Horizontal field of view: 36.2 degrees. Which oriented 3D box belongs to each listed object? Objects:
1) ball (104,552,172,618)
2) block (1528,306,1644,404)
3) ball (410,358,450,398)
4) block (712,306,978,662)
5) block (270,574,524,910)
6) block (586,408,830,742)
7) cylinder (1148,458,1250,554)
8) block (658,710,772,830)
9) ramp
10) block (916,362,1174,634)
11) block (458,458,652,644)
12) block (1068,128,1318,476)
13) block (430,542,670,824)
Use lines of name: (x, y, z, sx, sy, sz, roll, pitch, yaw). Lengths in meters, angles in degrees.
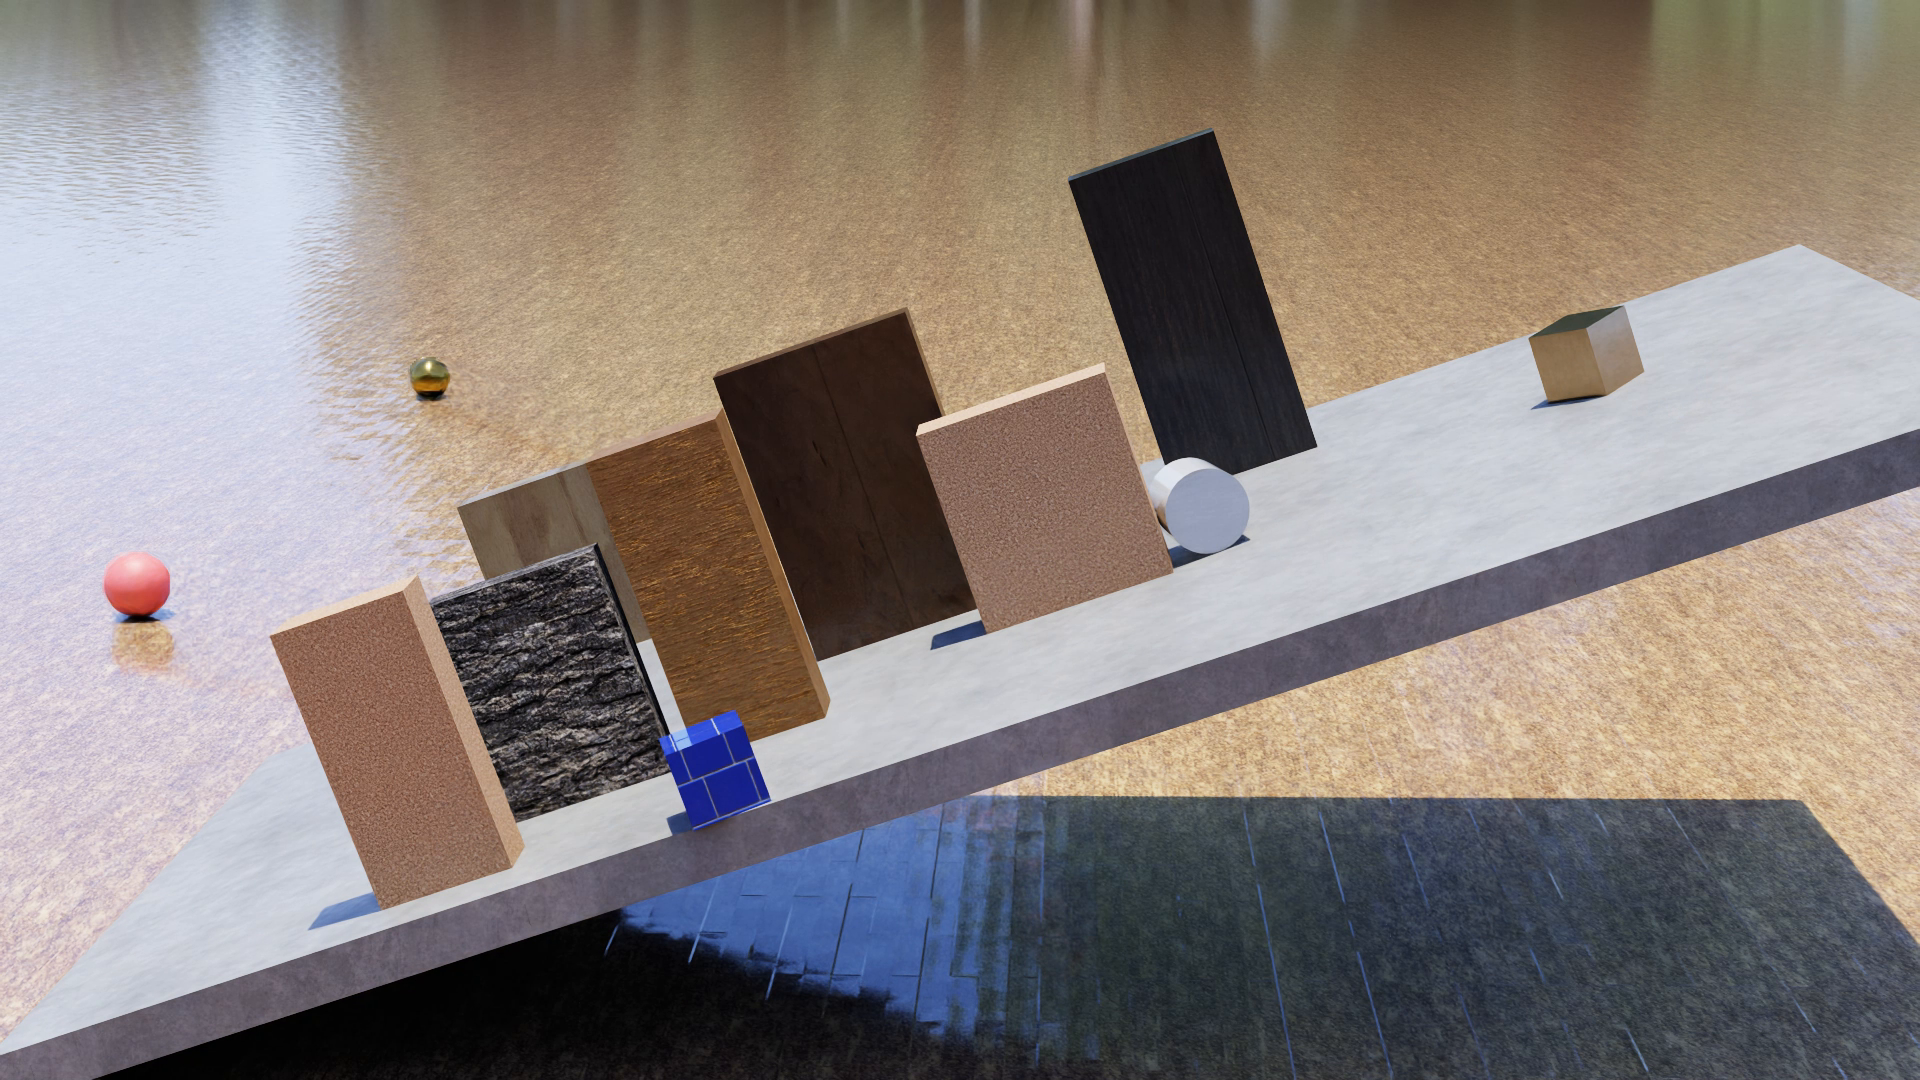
ball: (-2.603, 0.142, 9.309, 0.205, 0.205, 0.205, 0, 12, 0)
block: (1.342, -0.397, 6.303, 0.152, 0.152, 0.152, -29, 14, -40)
ball: (-2.414, -0.736, 13.393, 0.179, 0.179, 0.179, 0, 12, 0)
block: (-0.210, -0.117, 6.312, 0.433, 0.656, 0.087, -18, 11, 6)
block: (-1.063, 0.385, 5.578, 0.269, 0.568, 0.132, -18, 11, 6)
block: (-0.498, 0.087, 5.864, 0.272, 0.637, 0.133, -18, 11, 6)
cylinder: (0.495, -0.073, 6.122, 0.177, 0.177, 0.177, -2, 9, -8)
block: (-0.453, 0.424, 5.426, 0.151, 0.151, 0.151, -21, 11, -7)
ramp: (0.110, 0.179, 6.302, 4.000, 0.100, 2.000, -18, 11, 6)
block: (0.176, -0.086, 6.056, 0.405, 0.439, 0.126, -18, 11, 6)
block: (-0.954, 0.058, 7.256, 0.419, 0.463, 0.098, -18, 11, 6)
block: (0.532, -0.521, 6.715, 0.344, 0.759, 0.106, -18, 11, 6)
block: (-0.811, 0.288, 5.863, 0.354, 0.472, 0.086, -18, 11, 6)
